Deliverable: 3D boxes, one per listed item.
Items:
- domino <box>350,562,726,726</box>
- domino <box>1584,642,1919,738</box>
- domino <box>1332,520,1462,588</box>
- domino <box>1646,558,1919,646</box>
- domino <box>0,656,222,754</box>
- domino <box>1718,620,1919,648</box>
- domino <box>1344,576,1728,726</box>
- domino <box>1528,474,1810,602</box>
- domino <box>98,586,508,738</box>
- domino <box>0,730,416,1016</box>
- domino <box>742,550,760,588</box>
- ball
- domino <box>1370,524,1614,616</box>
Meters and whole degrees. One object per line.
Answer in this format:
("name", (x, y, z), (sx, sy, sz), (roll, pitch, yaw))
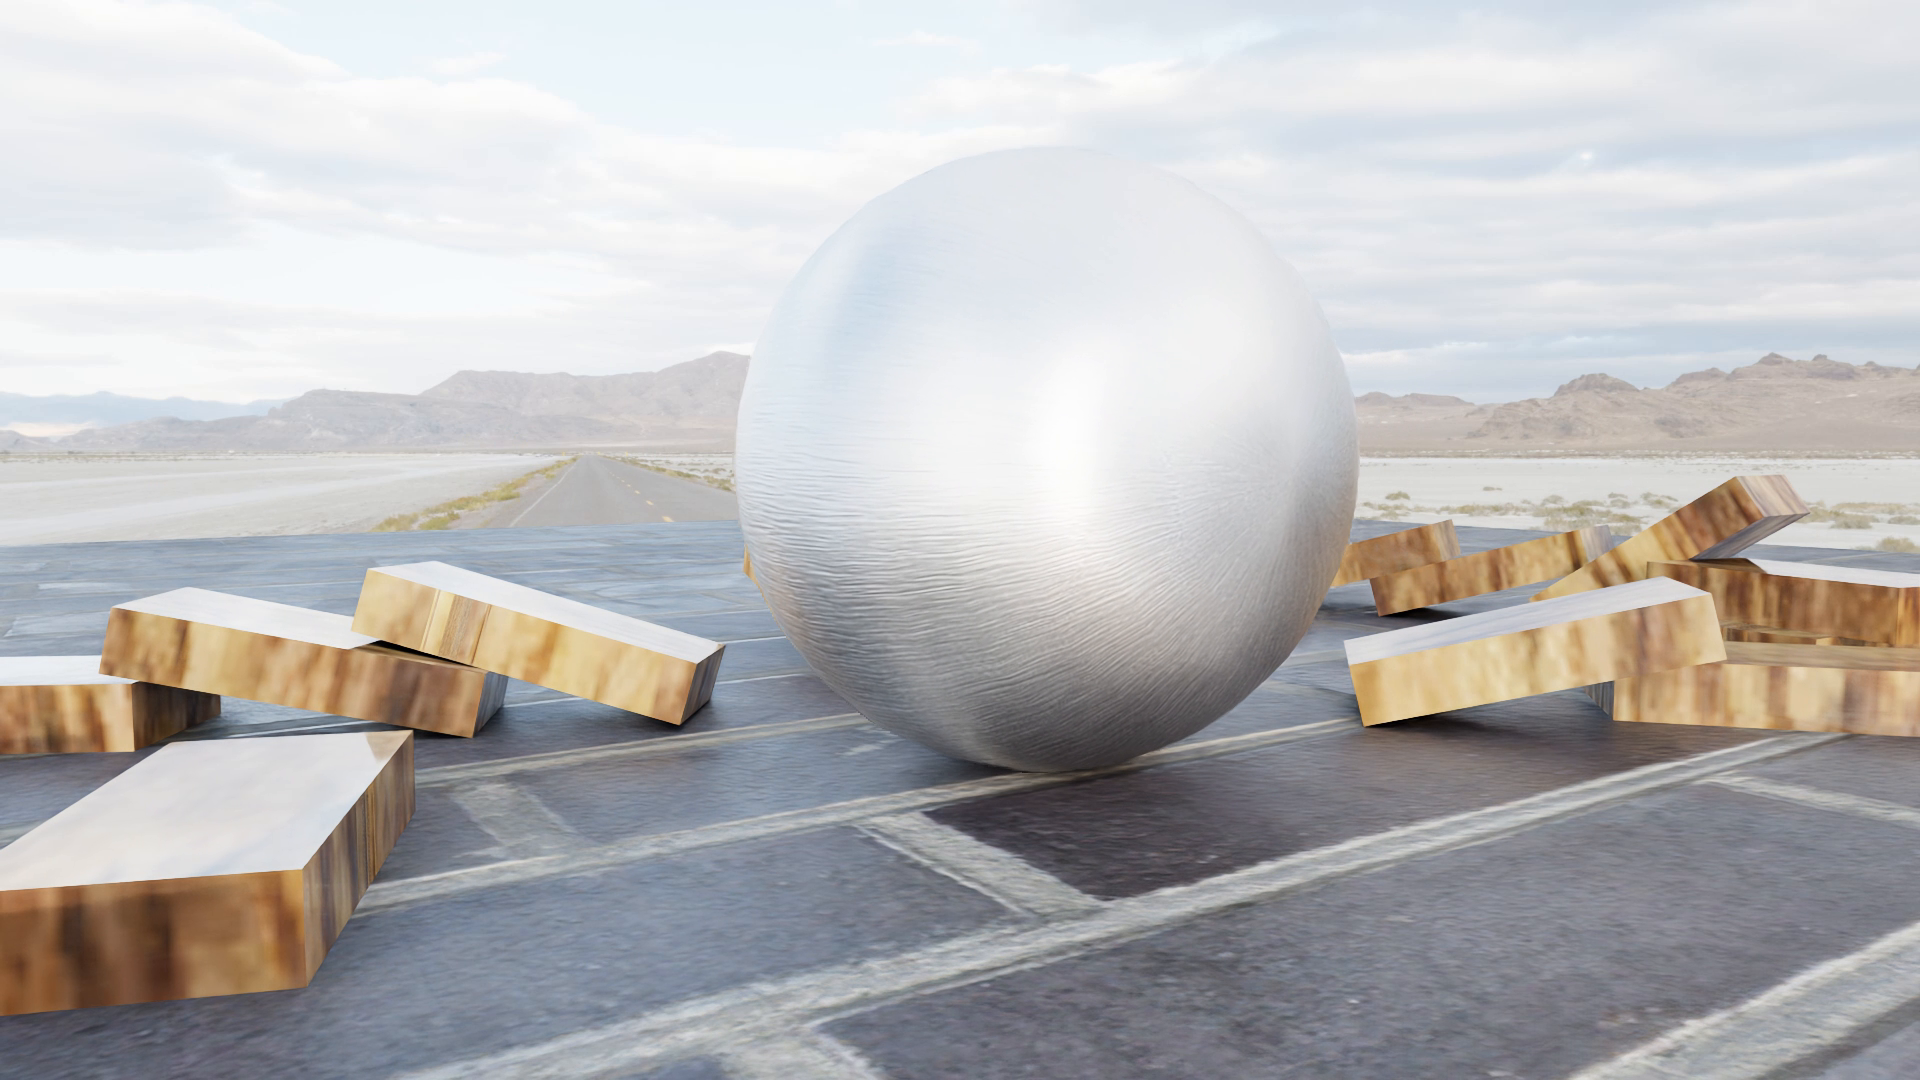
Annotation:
("domino", (-0.064, 0.015, 0.201), (0.050, 0.009, 0.025), (16, 1, -1))
("domino", (0.128, 0.023, 0.202), (0.050, 0.009, 0.025), (1, 4, 16))
("domino", (0.102, 0.006, 0.334), (0.050, 0.010, 0.025), (-16, -5, 31))
("domino", (0.158, 0.010, 0.238), (0.025, 0.009, 0.050), (-1, 5, -19))
("domino", (-0.140, 0.024, 0.188), (0.050, 0.010, 0.025), (0, 4, -5))
("domino", (0.161, 0.020, 0.240), (0.050, 0.010, 0.025), (-2, 5, -29))
("domino", (0.086, 0.017, 0.199), (0.050, 0.009, 0.025), (-14, 1, 15))
("domino", (0.152, 0.004, 0.276), (0.025, 0.009, 0.050), (-3, -29, -38))
("domino", (-0.096, 0.018, 0.193), (0.050, 0.009, 0.025), (12, 2, -10))
("domino", (-0.069, 0.029, 0.121), (0.025, 0.010, 0.050), (-1, 4, -14))
("domino", (-0.024, 0.011, 0.266), (0.025, 0.009, 0.050), (-3, 22, -32))
("ball", (0.011, -0.010, 0.169), (0.080, 0.080, 0.080), (0, 4, 0))
("domino", (0.129, 0.008, 0.311), (0.050, 0.009, 0.025), (-18, -8, 40))
